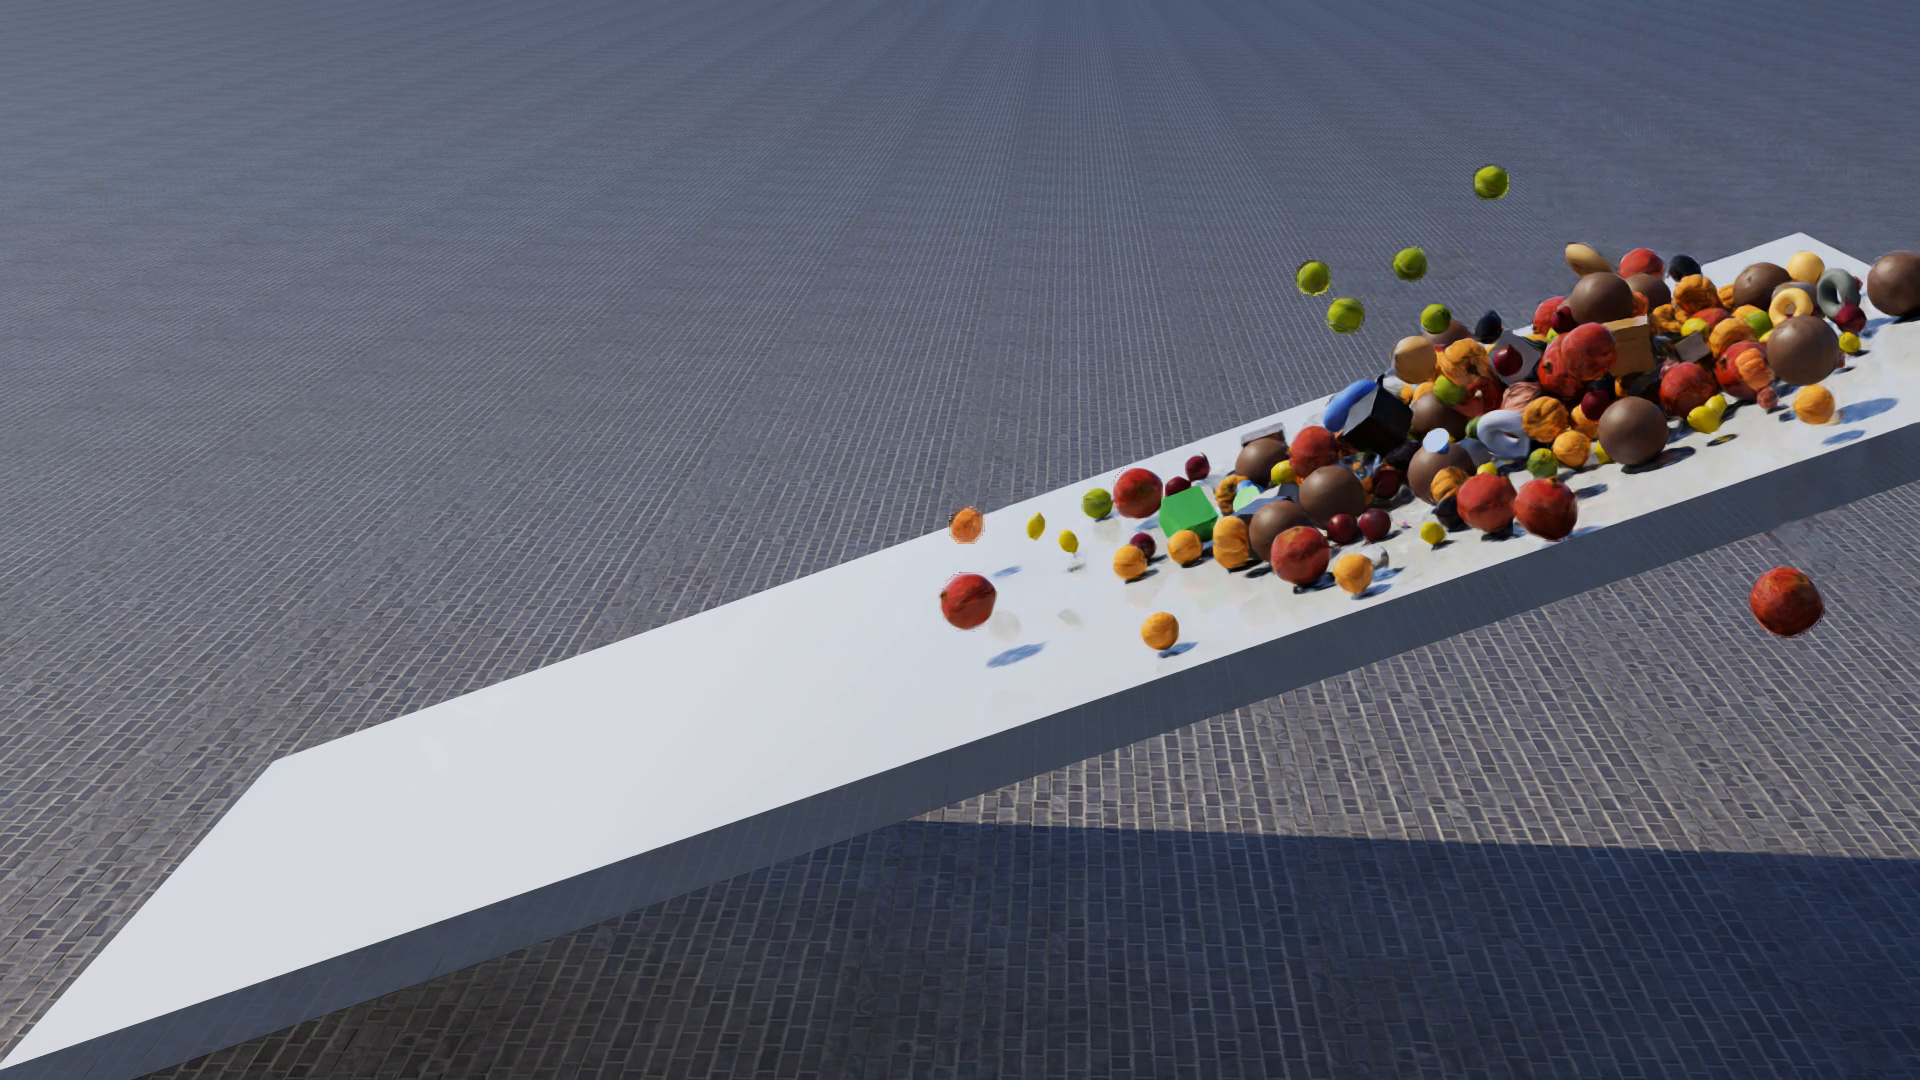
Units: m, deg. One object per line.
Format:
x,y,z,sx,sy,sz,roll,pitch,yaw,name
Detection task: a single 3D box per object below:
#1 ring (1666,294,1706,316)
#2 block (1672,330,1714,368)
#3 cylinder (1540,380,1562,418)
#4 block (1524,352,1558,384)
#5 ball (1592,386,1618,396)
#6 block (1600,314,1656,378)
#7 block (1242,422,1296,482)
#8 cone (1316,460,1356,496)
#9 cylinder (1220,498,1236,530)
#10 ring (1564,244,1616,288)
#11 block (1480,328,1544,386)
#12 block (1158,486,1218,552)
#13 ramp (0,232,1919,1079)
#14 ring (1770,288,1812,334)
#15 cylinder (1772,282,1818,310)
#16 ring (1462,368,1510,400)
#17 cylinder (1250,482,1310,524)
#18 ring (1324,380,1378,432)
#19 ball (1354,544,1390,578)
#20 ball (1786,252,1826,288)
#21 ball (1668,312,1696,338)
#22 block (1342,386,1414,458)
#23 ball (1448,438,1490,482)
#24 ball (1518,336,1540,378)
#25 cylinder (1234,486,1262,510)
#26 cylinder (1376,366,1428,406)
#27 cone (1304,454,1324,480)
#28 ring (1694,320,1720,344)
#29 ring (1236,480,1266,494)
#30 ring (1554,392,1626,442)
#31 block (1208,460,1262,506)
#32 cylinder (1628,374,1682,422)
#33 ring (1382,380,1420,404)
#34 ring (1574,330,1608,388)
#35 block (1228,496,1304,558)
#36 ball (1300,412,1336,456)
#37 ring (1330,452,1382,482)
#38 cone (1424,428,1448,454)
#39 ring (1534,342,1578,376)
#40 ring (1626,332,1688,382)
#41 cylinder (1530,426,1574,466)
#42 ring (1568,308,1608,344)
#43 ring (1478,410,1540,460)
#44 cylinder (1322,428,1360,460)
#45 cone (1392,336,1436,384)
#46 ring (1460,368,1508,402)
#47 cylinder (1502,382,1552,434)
1.640,-0.532,6.645,0.094,0.031,0.094,-18,11,4,ring
1.458,-0.381,5.852,0.054,0.054,0.054,-34,-9,18,block
1.198,-0.281,6.114,0.076,0.076,0.076,-25,22,-20,cylinder
1.230,-0.363,6.324,0.082,0.082,0.082,28,16,5,block
1.310,-0.284,5.981,0.057,0.057,0.057,0,13,0,ball
1.334,-0.387,5.873,0.092,0.092,0.092,-10,13,17,block
0.688,-0.196,6.559,0.094,0.094,0.094,-18,11,11,block
0.798,-0.111,6.109,0.085,0.085,0.085,-7,31,-29,cone
0.579,-0.056,6.191,0.054,0.054,0.054,-20,11,4,cylinder
1.323,-0.575,6.177,0.124,0.041,0.124,40,-1,1,ring
1.142,-0.374,6.087,0.090,0.090,0.090,38,10,8,block
0.473,-0.043,6.105,0.087,0.087,0.087,-21,60,-16,block
0.113,0.178,6.299,4.000,0.100,2.000,-19,11,6,ramp
1.641,-0.454,5.808,0.031,0.092,0.092,10,4,-41,ring
1.676,-0.485,5.908,0.065,0.065,0.065,-7,14,-40,cylinder
1.185,-0.352,6.544,0.144,0.048,0.144,-19,11,4,ring
0.650,-0.064,5.975,0.089,0.089,0.089,-10,-9,-38,cylinder
0.848,-0.289,6.355,0.145,0.145,0.048,-14,58,-48,ring
0.757,0.038,5.406,0.065,0.065,0.065,0,13,0,ball
1.843,-0.586,6.410,0.083,0.083,0.083,0,13,0,ball
1.507,-0.449,6.147,0.056,0.056,0.056,0,13,0,ball
0.848,-0.234,5.971,0.093,0.093,0.093,35,47,-14,block
1.011,-0.159,5.842,0.085,0.085,0.085,0,13,0,ball
1.176,-0.384,6.204,0.093,0.093,0.093,0,13,0,ball
0.612,-0.068,6.089,0.066,0.066,0.066,36,-9,-33,cylinder
0.985,-0.345,6.572,0.092,0.092,0.092,7,25,28,cylinder
0.781,-0.152,6.369,0.056,0.056,0.056,13,16,19,cone
1.569,-0.439,6.304,0.118,0.039,0.118,-19,13,4,ring
0.621,-0.087,6.177,0.097,0.032,0.097,31,25,-17,ring
1.256,-0.245,5.864,0.149,0.050,0.149,-19,23,9,ring
0.601,-0.124,6.414,0.077,0.077,0.077,-26,12,-25,block
1.368,-0.280,5.789,0.083,0.083,0.083,0,13,-2,cylinder
1.003,-0.336,6.807,0.126,0.042,0.126,-21,12,4,ring
1.300,-0.371,6.006,0.127,0.127,0.042,-13,33,-44,ring
0.613,-0.026,5.887,0.093,0.093,0.093,-28,14,-35,block
0.806,-0.235,6.530,0.097,0.097,0.097,0,13,0,ball
0.797,-0.147,5.907,0.108,0.036,0.108,-17,14,4,ring
0.921,-0.177,5.620,0.054,0.054,0.054,12,-22,43,cone
1.284,-0.395,6.417,0.139,0.046,0.139,9,-15,2,ring
1.426,-0.365,6.004,0.143,0.143,0.048,-4,47,-17,ring
1.160,-0.185,5.761,0.060,0.060,0.060,-30,26,-25,cylinder
1.358,-0.460,6.350,0.087,0.087,0.029,3,36,13,ring
1.083,-0.208,5.809,0.128,0.128,0.043,7,55,29,ring
0.828,-0.194,6.288,0.077,0.077,0.077,-40,3,3,cylinder
0.886,-0.362,5.871,0.098,0.098,0.098,8,4,32,cone
1.142,-0.337,6.401,0.115,0.038,0.115,18,20,-7,ring
1.131,-0.257,5.866,0.085,0.085,0.085,-2,-30,-1,cylinder
